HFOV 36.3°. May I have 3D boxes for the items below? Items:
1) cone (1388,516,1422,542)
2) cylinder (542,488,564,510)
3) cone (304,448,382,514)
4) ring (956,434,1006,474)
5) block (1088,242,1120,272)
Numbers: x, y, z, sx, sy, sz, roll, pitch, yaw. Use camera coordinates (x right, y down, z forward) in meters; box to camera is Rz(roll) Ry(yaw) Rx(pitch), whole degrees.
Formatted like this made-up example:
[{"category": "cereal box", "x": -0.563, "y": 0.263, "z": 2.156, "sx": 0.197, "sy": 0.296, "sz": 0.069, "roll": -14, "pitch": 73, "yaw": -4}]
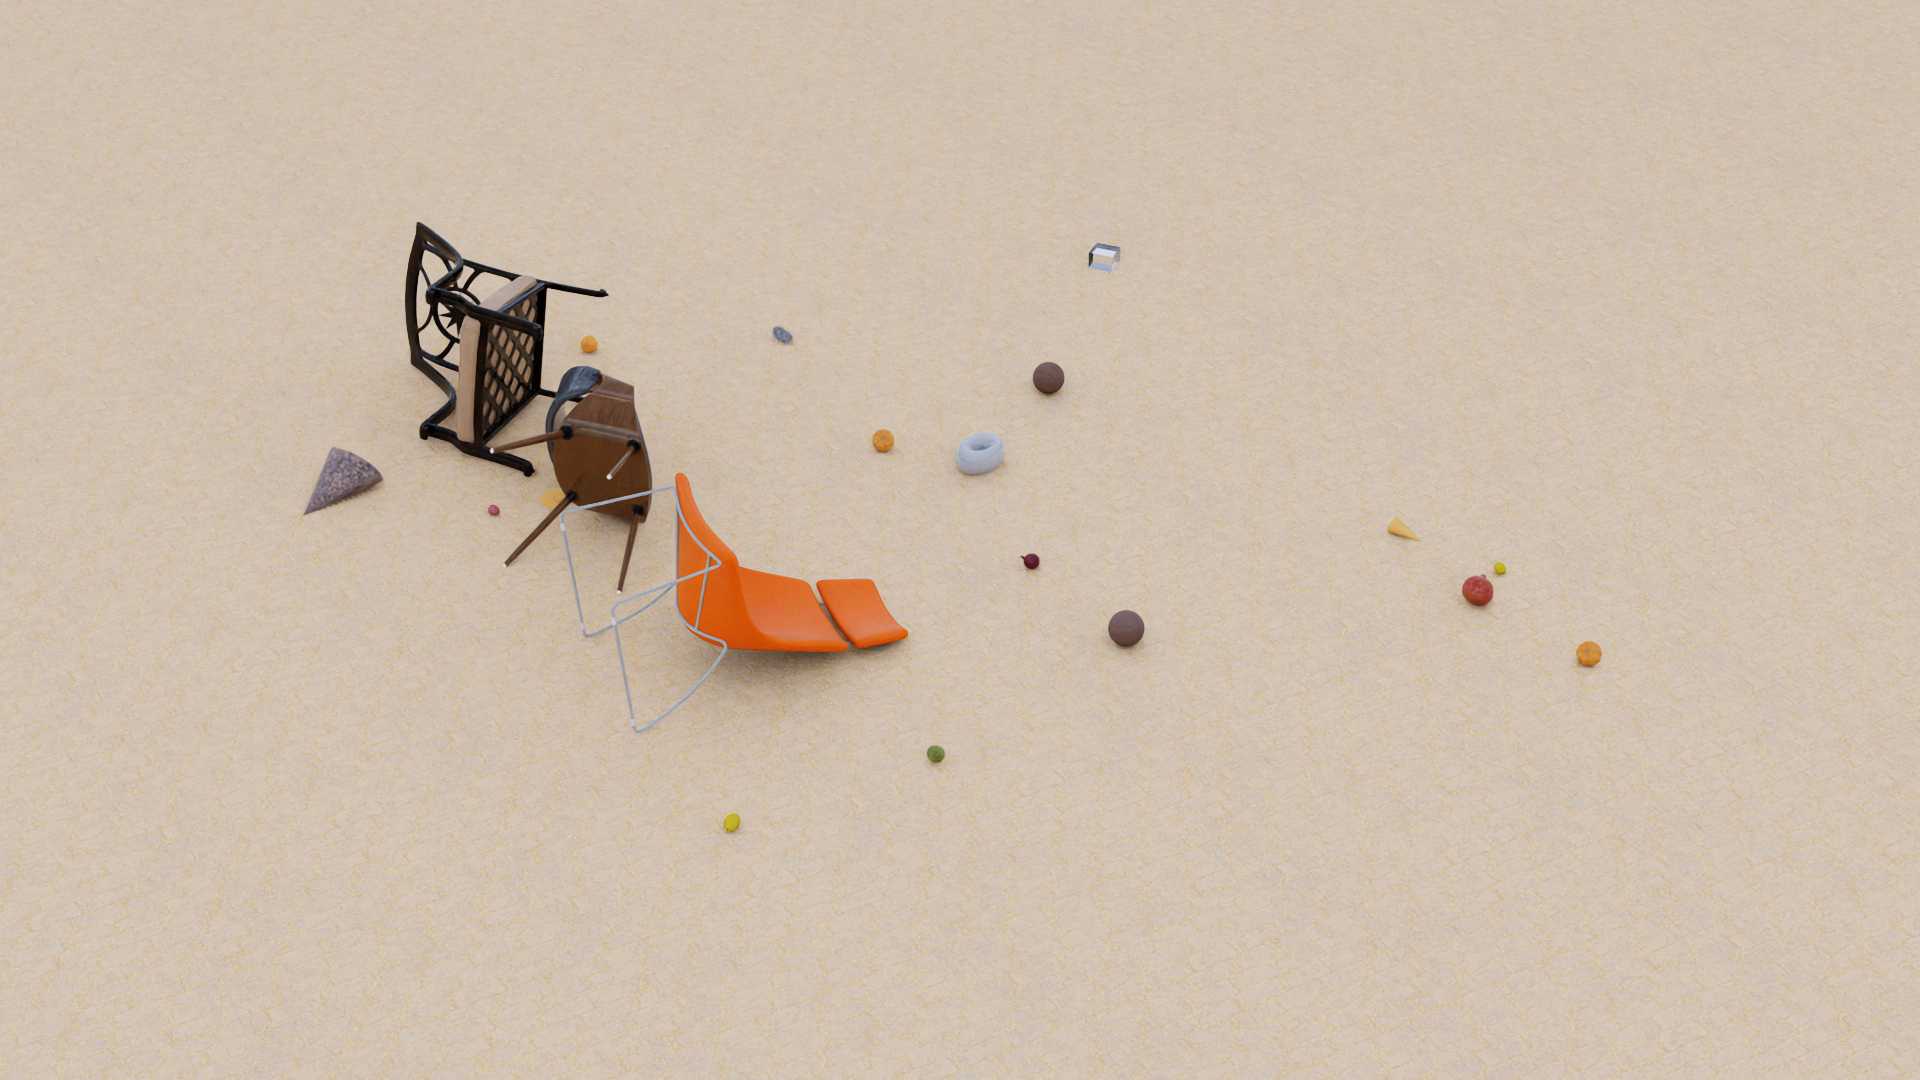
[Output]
[{"category": "cone", "x": 1.672, "y": -0.027, "z": 10.955, "sx": 0.134, "sy": 0.067, "sz": 0.065, "roll": 33, "pitch": 24, "yaw": 20}, {"category": "cylinder", "x": -1.544, "y": -0.156, "z": 11.125, "sx": 0.074, "sy": 0.060, "sz": 0.050, "roll": 35, "pitch": 43, "yaw": 11}, {"category": "cone", "x": -2.401, "y": -0.189, "z": 11.172, "sx": 0.264, "sy": 0.130, "sz": 0.311, "roll": 24, "pitch": 52, "yaw": 22}, {"category": "ring", "x": 0.079, "y": -0.335, "z": 11.363, "sx": 0.170, "sy": 0.101, "sz": 0.226, "roll": 26, "pitch": 40, "yaw": 31}, {"category": "block", "x": 0.628, "y": -1.228, "z": 12.741, "sx": 0.109, "sy": 0.074, "sz": 0.099, "roll": 14, "pitch": 36, "yaw": 20}]
